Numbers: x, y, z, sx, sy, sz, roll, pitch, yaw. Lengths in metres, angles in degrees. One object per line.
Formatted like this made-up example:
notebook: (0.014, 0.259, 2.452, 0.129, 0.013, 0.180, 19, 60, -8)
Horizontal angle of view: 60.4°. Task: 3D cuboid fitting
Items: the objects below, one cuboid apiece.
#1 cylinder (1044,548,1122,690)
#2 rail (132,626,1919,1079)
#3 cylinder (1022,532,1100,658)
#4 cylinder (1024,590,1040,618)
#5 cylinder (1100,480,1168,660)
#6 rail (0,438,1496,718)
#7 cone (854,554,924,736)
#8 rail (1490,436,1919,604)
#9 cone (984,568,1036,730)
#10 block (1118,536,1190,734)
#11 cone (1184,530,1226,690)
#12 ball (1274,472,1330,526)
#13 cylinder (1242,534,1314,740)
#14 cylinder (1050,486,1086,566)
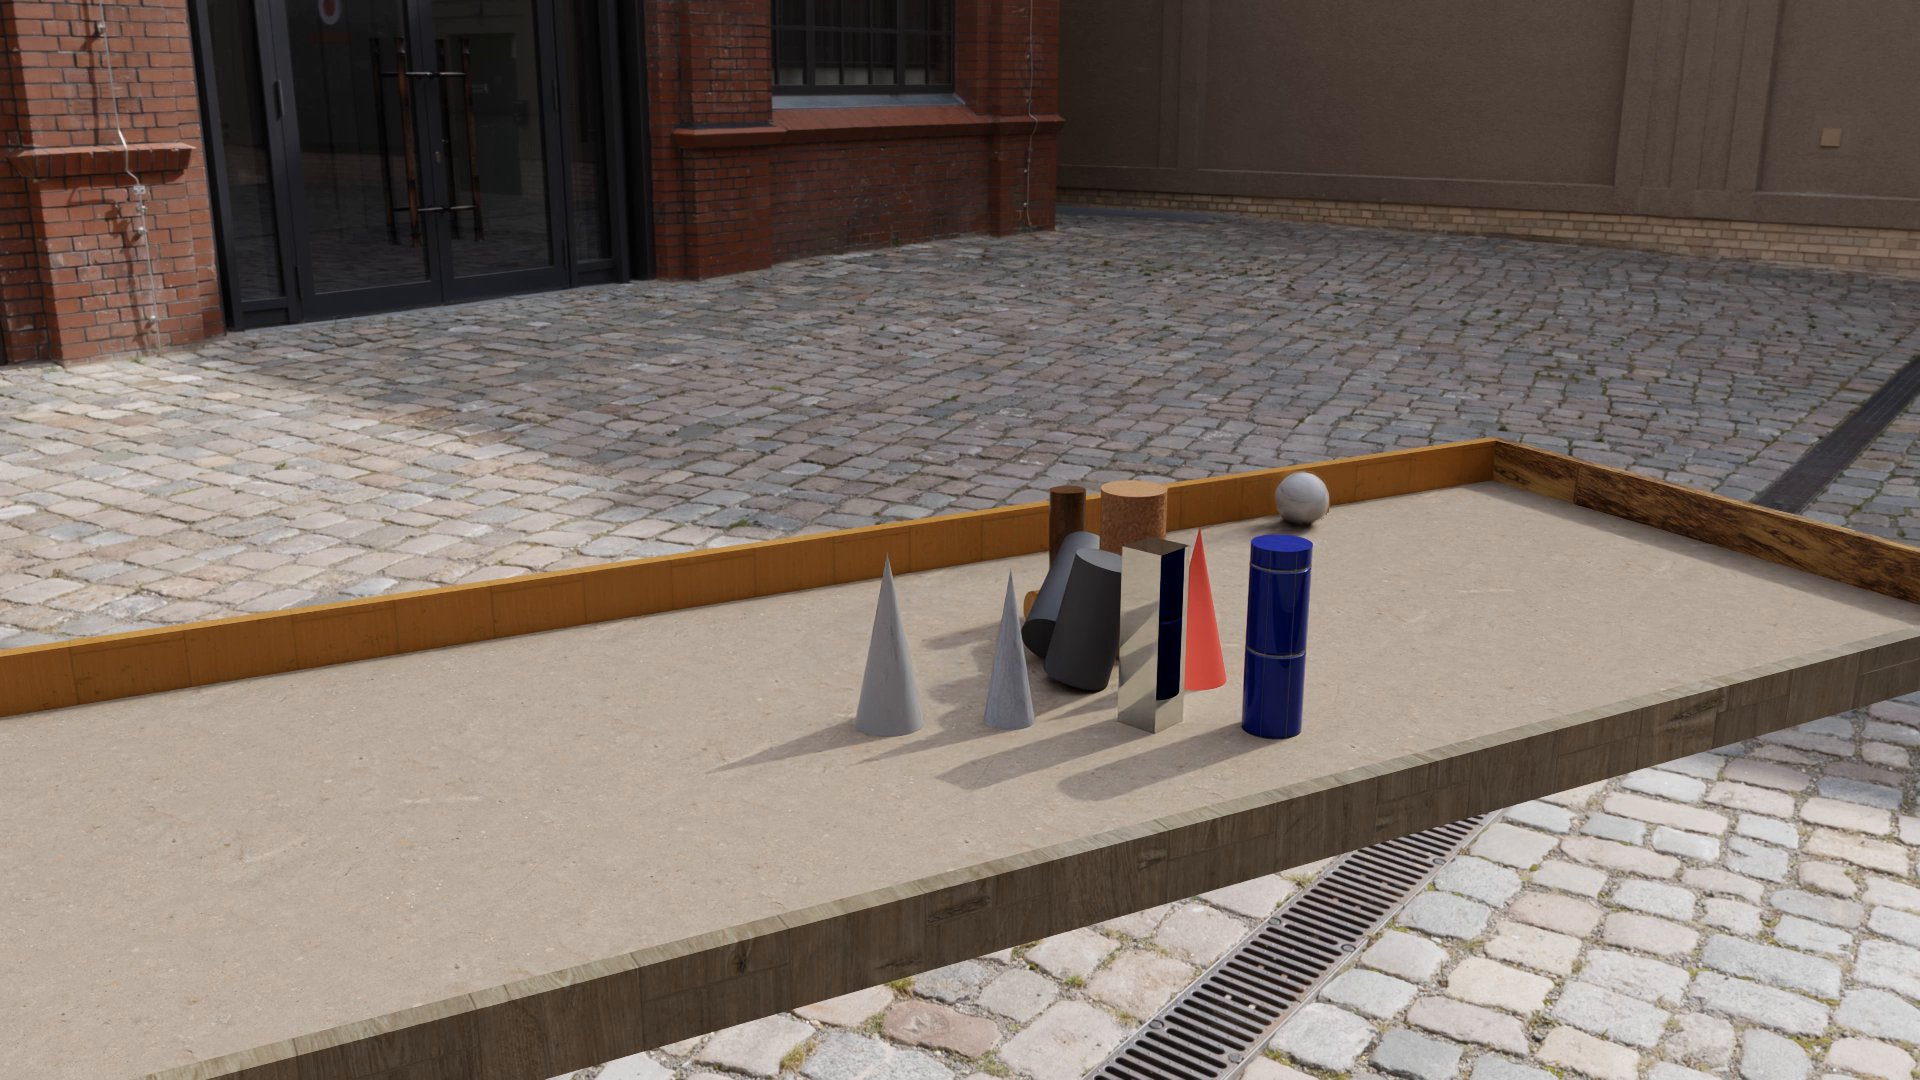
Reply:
cylinder: (0.327, 0.195, 4.086, 0.168, 0.310, 0.168, 14, 16, -4)
rail: (-2.336, 1.006, 1.665, 12.000, 0.150, 0.050, -9, 18, -27)
cylinder: (0.287, 0.145, 4.358, 0.150, 0.150, 0.347, 7, 43, 21)
cylinder: (0.391, 0.172, 4.557, 0.424, 0.121, 0.121, -8, 18, -25)
cylinder: (0.448, 0.079, 4.306, 0.171, 0.440, 0.171, 0, 16, 0)
rail: (-3.305, 0.497, 3.399, 12.000, 0.150, 0.050, -9, 18, -27)
cone: (-0.166, 0.230, 3.828, 0.164, 0.419, 0.164, 0, 16, 0)
rail: (2.466, -0.048, 5.253, 0.050, 0.150, 2.100, -9, 18, -27)
cone: (0.117, 0.245, 3.851, 0.122, 0.378, 0.122, 0, 16, 0)
block: (0.449, 0.221, 3.837, 0.110, 0.432, 0.110, 15, 22, 41)
cone: (0.589, 0.158, 4.111, 0.166, 0.399, 0.166, 0, 16, 0)
ball: (1.142, -0.138, 5.505, 0.179, 0.179, 0.179, 0, 16, 0)
cylinder: (0.728, 0.223, 3.796, 0.139, 0.451, 0.139, 0, 16, 0)
cylinder: (0.300, 0.033, 4.605, 0.102, 0.355, 0.102, -1, 14, 0)
